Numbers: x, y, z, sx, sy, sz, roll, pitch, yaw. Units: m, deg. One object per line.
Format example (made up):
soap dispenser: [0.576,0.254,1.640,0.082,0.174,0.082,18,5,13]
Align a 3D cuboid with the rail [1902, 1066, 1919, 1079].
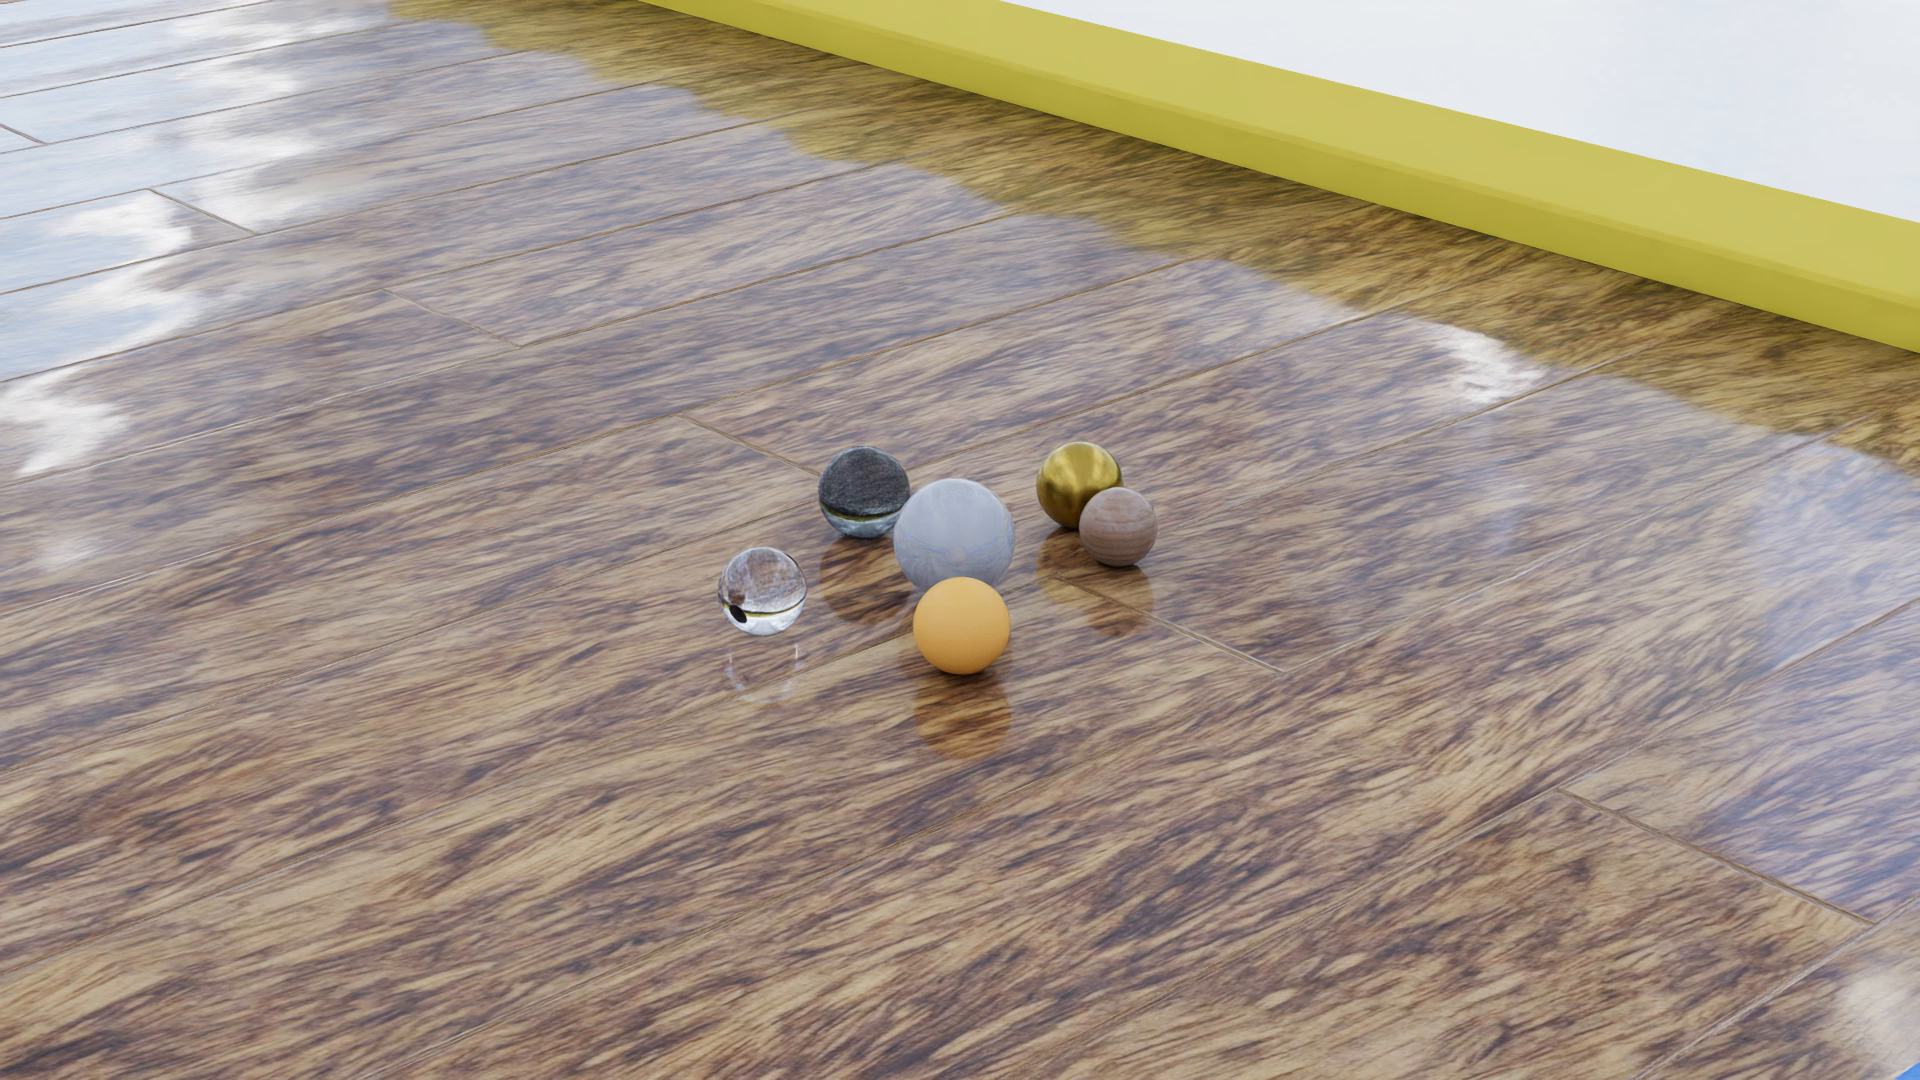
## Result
rail: [0.651,0.255,1.688,2.135,0.126,0.045,-20,30,-38]

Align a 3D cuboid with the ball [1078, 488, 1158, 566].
ball: [0.129,-0.011,2.390,0.065,0.065,0.065,0,23,0]

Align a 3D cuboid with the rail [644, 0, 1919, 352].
rail: [0.102,-0.588,3.658,0.045,0.126,3.948,-20,30,-38]

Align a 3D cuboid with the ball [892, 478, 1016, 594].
ball: [-0.005,-0.001,2.326,0.097,0.097,0.097,0,23,0]

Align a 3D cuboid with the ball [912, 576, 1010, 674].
ball: [0.001,0.064,2.204,0.073,0.073,0.073,0,23,0]

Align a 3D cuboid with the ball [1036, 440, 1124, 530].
ball: [0.100,-0.046,2.461,0.074,0.074,0.074,0,23,0]

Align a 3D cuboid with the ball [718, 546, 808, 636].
ball: [-0.152,0.039,2.268,0.069,0.069,0.069,0,23,0]

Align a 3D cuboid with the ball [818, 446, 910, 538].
ball: [-0.080,-0.040,2.441,0.077,0.077,0.077,0,23,0]
